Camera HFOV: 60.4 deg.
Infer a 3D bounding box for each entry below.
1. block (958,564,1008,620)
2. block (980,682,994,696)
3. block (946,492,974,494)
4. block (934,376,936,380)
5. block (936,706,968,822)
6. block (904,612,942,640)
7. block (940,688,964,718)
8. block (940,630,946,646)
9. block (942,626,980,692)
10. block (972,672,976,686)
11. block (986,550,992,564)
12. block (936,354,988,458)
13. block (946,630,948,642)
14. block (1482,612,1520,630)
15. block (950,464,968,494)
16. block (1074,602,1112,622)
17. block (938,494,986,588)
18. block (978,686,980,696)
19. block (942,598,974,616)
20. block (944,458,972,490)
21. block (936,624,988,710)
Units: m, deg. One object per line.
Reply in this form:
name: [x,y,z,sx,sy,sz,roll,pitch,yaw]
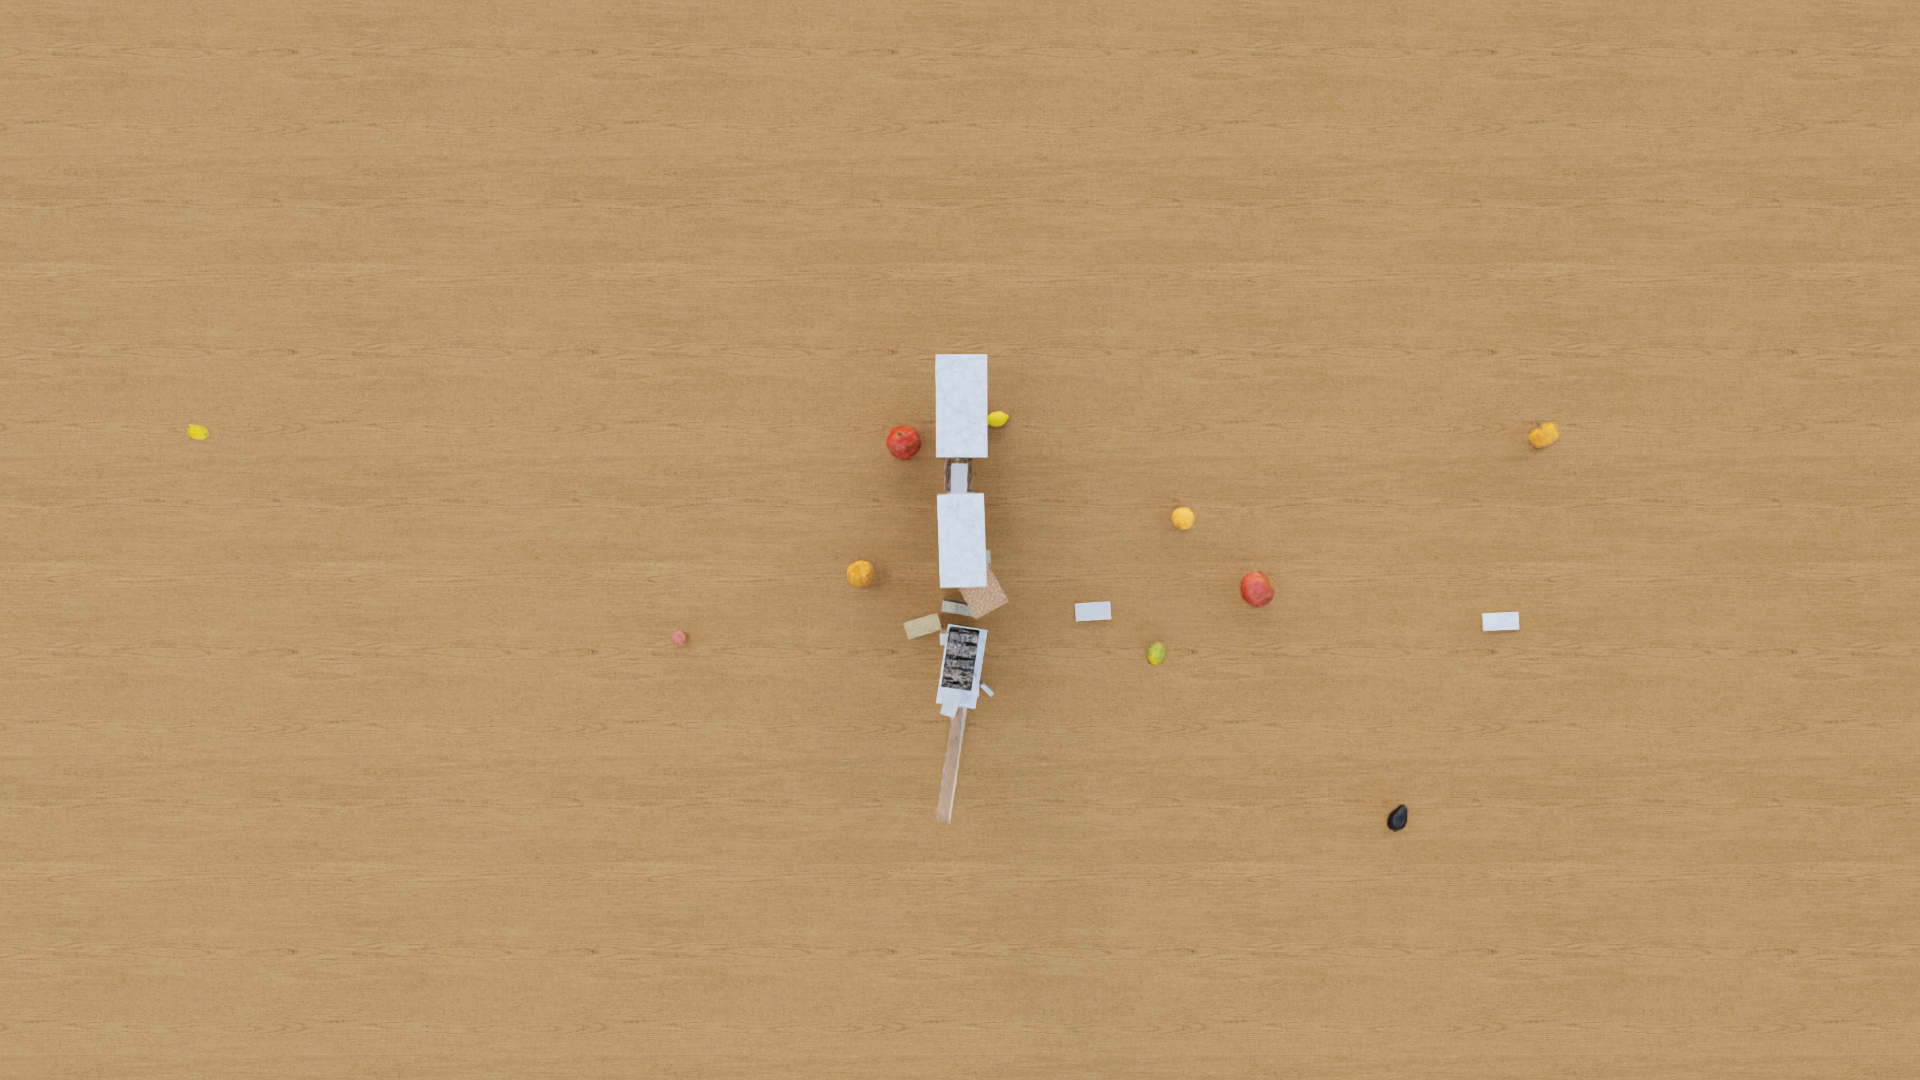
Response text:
block: [0.044,0.119,5.243,0.120,0.034,0.239,-29,90,0]
block: [0.089,0.492,5.453,0.047,0.095,0.013,45,90,0]
block: [0.001,-0.066,5.311,0.088,0.025,0.176,0,90,0]
block: [0.002,-0.504,5.136,0.154,0.308,0.044,2,90,0]
block: [-0.028,0.746,5.493,0.047,0.013,0.382,9,90,0]
block: [-0.124,0.286,5.492,0.117,0.017,0.059,-17,90,0]
block: [-0.026,0.510,5.206,0.047,0.013,0.095,19,90,0]
block: [-0.001,0.315,5.374,0.126,0.252,0.036,-2,90,0]
block: [0.001,0.360,5.014,0.093,0.026,0.185,8,90,0]
block: [0.002,0.422,5.120,0.093,0.185,0.026,13,90,0]
block: [0.023,0.057,5.088,0.139,0.277,0.039,-5,90,0]
block: [0.005,-0.402,4.961,0.154,0.044,0.308,0,90,0]
block: [0.001,0.302,5.120,0.093,0.185,0.026,3,90,0]
block: [1.800,0.271,5.492,0.117,0.017,0.059,-3,90,0]
block: [-0.003,-0.192,5.193,0.050,0.014,0.099,1,90,0]
block: [0.443,0.237,5.492,0.117,0.017,0.059,-3,90,0]
block: [0.006,0.002,4.930,0.139,0.039,0.277,-2,90,0]
block: [-0.002,0.481,5.374,0.126,0.252,0.036,0,90,0]
block: [0.001,0.221,5.380,0.120,0.239,0.034,10,90,0]
block: [-0.006,-0.247,5.312,0.088,0.025,0.175,1,90,0]
block: [0.005,0.400,5.230,0.126,0.036,0.252,9,90,0]
